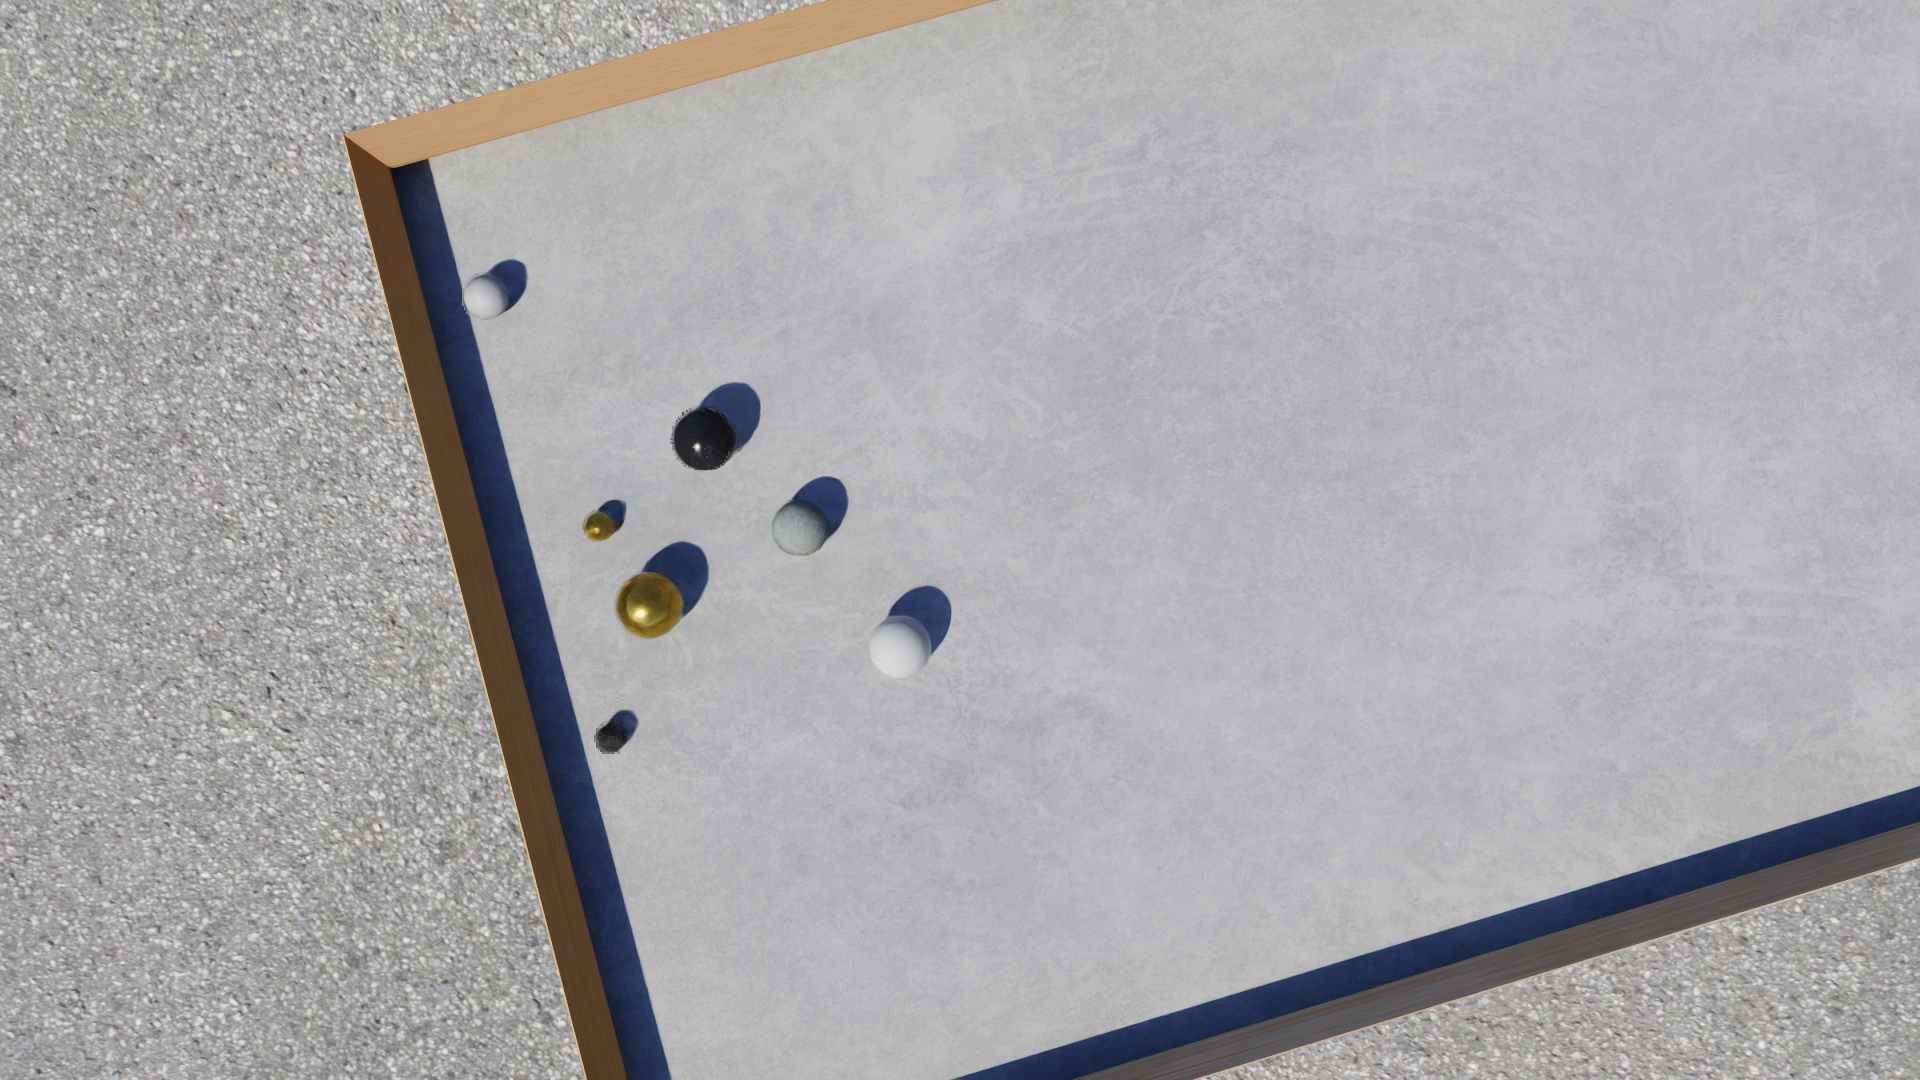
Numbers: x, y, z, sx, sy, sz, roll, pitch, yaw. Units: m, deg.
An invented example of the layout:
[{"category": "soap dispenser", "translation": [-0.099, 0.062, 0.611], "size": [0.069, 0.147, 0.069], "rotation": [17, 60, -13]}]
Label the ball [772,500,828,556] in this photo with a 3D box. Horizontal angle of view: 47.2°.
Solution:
[{"category": "ball", "translation": [-0.238, -0.017, 3.283], "size": [0.084, 0.084, 0.084], "rotation": [0, 80, 0]}]

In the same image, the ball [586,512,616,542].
[{"category": "ball", "translation": [-0.541, -0.020, 3.304], "size": [0.045, 0.045, 0.045], "rotation": [0, 80, 0]}]

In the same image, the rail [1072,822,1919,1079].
[{"category": "rail", "translation": [0.922, 0.566, 3.153], "size": [2.880, 0.129, 0.045], "rotation": [-16, 80, -3]}]

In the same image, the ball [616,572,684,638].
[{"category": "ball", "translation": [-0.459, 0.096, 3.255], "size": [0.099, 0.099, 0.099], "rotation": [0, 80, 0]}]

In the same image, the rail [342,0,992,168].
[{"category": "rail", "translation": [0.459, -0.977, 3.434], "size": [2.880, 0.129, 0.045], "rotation": [-16, 80, -3]}]

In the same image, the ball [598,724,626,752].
[{"category": "ball", "translation": [-0.514, 0.292, 3.248], "size": [0.043, 0.043, 0.043], "rotation": [0, 80, 0]}]

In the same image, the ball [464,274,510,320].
[{"category": "ball", "translation": [-0.722, -0.371, 3.356], "size": [0.068, 0.068, 0.068], "rotation": [0, 80, 0]}]

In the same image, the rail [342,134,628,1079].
[{"category": "rail", "translation": [-0.668, 0.189, 3.222], "size": [0.045, 0.129, 1.683], "rotation": [-16, 80, -3]}]

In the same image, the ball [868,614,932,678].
[{"category": "ball", "translation": [-0.088, 0.157, 3.247], "size": [0.093, 0.093, 0.093], "rotation": [0, 80, 0]}]

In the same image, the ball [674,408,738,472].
[{"category": "ball", "translation": [-0.382, -0.151, 3.301], "size": [0.096, 0.096, 0.096], "rotation": [0, 80, 0]}]
